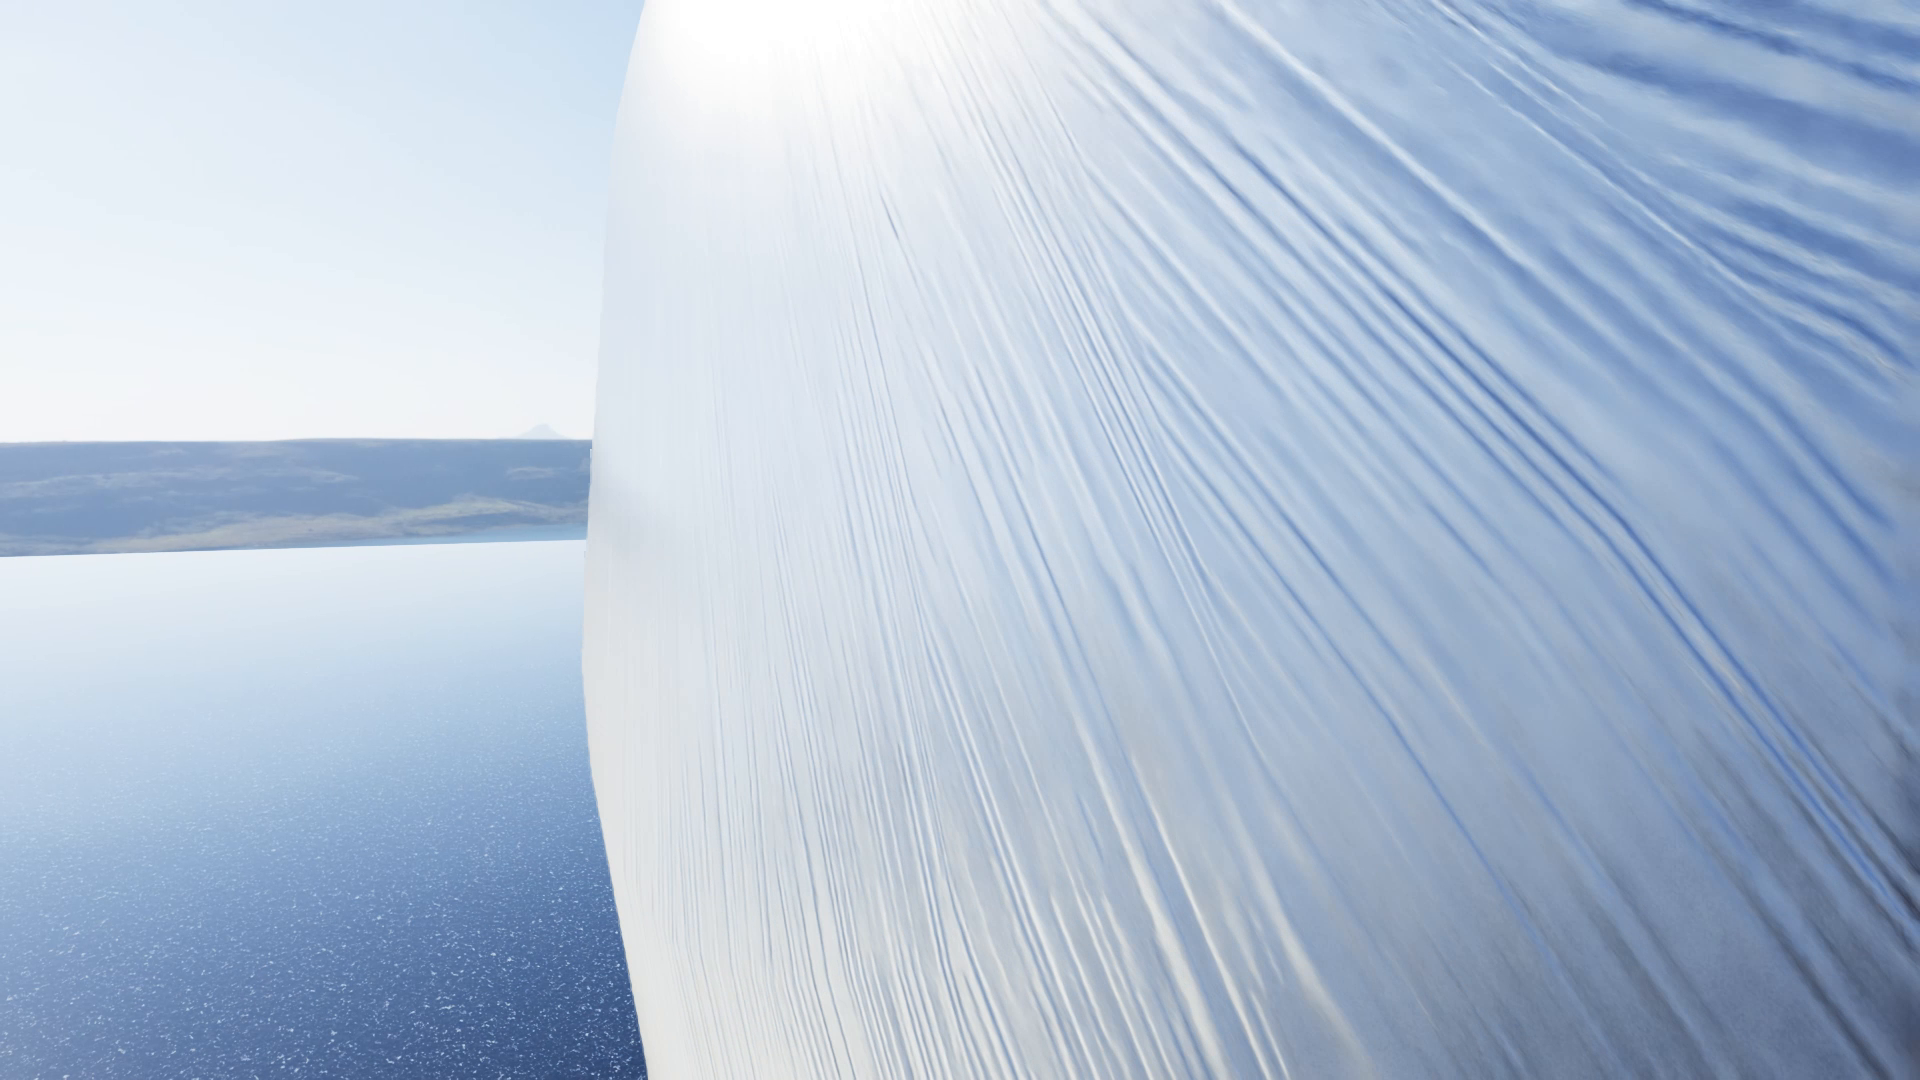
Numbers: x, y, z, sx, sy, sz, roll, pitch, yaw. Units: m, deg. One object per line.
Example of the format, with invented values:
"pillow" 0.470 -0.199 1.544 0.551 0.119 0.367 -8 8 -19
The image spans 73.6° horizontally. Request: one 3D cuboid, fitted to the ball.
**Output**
"ball" 0.032 0.000 0.032 0.080 0.080 0.080 0 4 0
